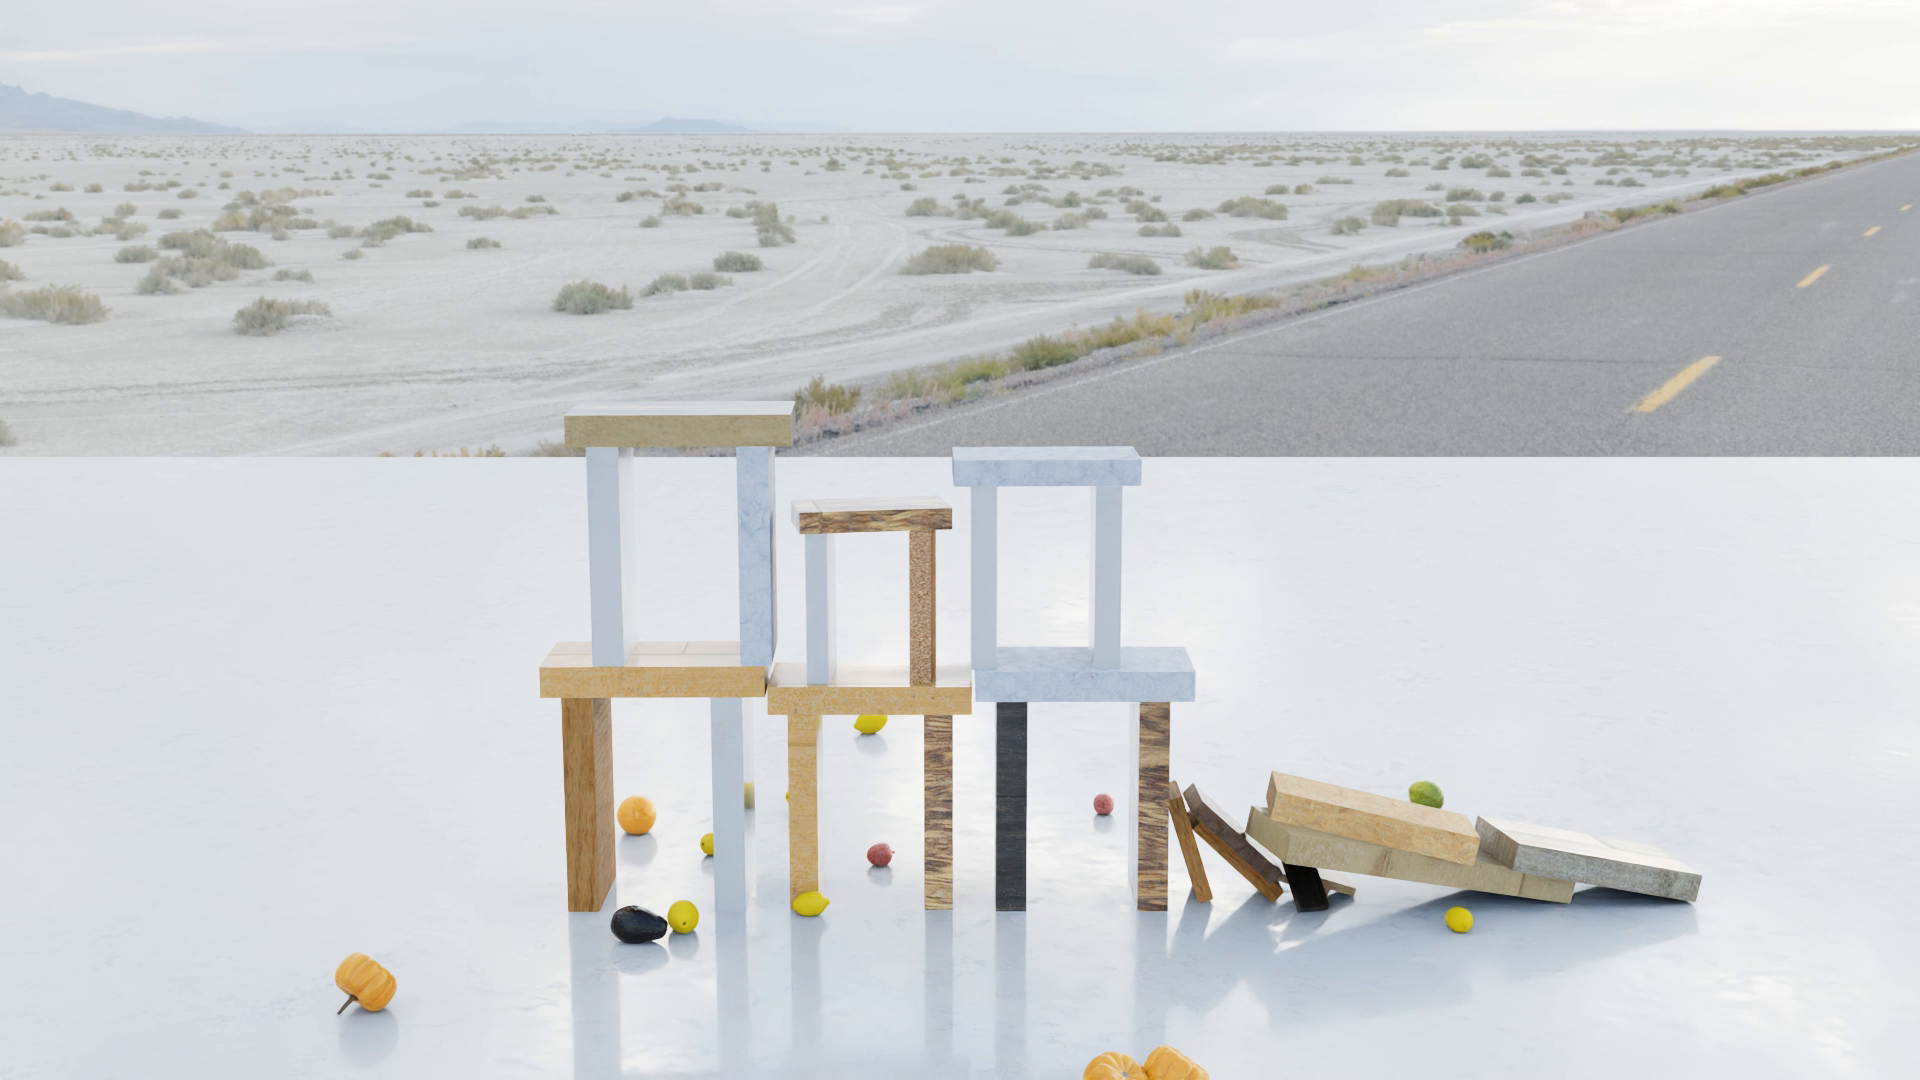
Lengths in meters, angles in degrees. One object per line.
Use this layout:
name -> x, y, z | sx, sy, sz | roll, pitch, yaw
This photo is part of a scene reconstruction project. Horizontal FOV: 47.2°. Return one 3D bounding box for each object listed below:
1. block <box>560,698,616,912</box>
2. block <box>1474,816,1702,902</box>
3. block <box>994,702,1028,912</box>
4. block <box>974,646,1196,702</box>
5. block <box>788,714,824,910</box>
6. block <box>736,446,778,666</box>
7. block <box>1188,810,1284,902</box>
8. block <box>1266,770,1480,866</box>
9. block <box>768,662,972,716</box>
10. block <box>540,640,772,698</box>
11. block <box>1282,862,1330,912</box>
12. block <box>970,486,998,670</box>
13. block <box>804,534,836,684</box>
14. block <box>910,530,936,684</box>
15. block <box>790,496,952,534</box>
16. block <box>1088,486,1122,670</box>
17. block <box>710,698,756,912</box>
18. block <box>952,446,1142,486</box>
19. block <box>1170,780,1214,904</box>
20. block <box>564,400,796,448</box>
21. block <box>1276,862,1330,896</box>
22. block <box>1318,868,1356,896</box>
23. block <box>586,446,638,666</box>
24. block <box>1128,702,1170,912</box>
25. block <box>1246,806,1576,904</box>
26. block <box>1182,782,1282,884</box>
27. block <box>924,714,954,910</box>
block -> -0.613, 0.413, 3.639 | 0.051, 0.359, 0.180 | 0, 11, 0
block -> 1.041, 0.529, 3.660 | 0.331, 0.047, 0.166 | 11, 7, -12
block -> 0.083, 0.416, 3.640 | 0.050, 0.352, 0.176 | 0, 11, 0
block -> 0.201, 0.219, 3.603 | 0.352, 0.050, 0.176 | 0, 11, 0
block -> -0.254, 0.428, 3.643 | 0.047, 0.329, 0.164 | 0, 11, 0
block -> -0.328, 0.012, 3.569 | 0.050, 0.354, 0.177 | 0, 11, -2
block -> 0.456, 0.519, 3.654 | 0.185, 0.026, 0.092 | 43, 7, -8
block -> 0.674, 0.455, 3.613 | 0.331, 0.047, 0.166 | 13, 7, 4
block -> -0.145, 0.243, 3.609 | 0.329, 0.047, 0.164 | 0, 11, 0
block -> -0.493, 0.211, 3.603 | 0.359, 0.051, 0.180 | 0, 11, -1
block -> 0.566, 0.562, 3.609 | 0.051, 0.014, 0.102 | -3, 52, -15
block -> 0.038, 0.048, 3.572 | 0.042, 0.297, 0.149 | 0, 11, 0
block -> -0.226, 0.100, 3.579 | 0.035, 0.247, 0.123 | 0, 11, 3
block -> -0.060, 0.099, 3.584 | 0.035, 0.247, 0.123 | 1, 11, 3
block -> -0.145, -0.041, 3.567 | 0.247, 0.035, 0.123 | -2, 11, -10
block -> 0.236, 0.048, 3.572 | 0.042, 0.297, 0.149 | 0, 11, 0
block -> -0.374, 0.413, 3.639 | 0.051, 0.359, 0.180 | 0, 11, 0
block -> 0.137, -0.119, 3.545 | 0.297, 0.042, 0.148 | 0, 11, -1
block -> 0.377, 0.500, 3.650 | 0.026, 0.185, 0.092 | -17, 10, 3
block -> -0.445, -0.187, 3.534 | 0.354, 0.050, 0.177 | 0, 11, -2
block -> 0.563, 0.563, 3.668 | 0.102, 0.014, 0.051 | 19, 13, -13
block -> 0.606, 0.564, 3.667 | 0.102, 0.014, 0.051 | 18, 13, -14
block -> -0.563, 0.012, 3.567 | 0.050, 0.354, 0.177 | 0, 11, -1
block -> 0.312, 0.416, 3.640 | 0.050, 0.352, 0.176 | 0, 11, -1
block -> 0.742, 0.518, 3.621 | 0.522, 0.047, 0.166 | 10, 7, -17
block -> 0.447, 0.481, 3.610 | 0.185, 0.026, 0.092 | 42, 7, -12
block -> -0.035, 0.428, 3.643 | 0.047, 0.329, 0.164 | 0, 11, 0
